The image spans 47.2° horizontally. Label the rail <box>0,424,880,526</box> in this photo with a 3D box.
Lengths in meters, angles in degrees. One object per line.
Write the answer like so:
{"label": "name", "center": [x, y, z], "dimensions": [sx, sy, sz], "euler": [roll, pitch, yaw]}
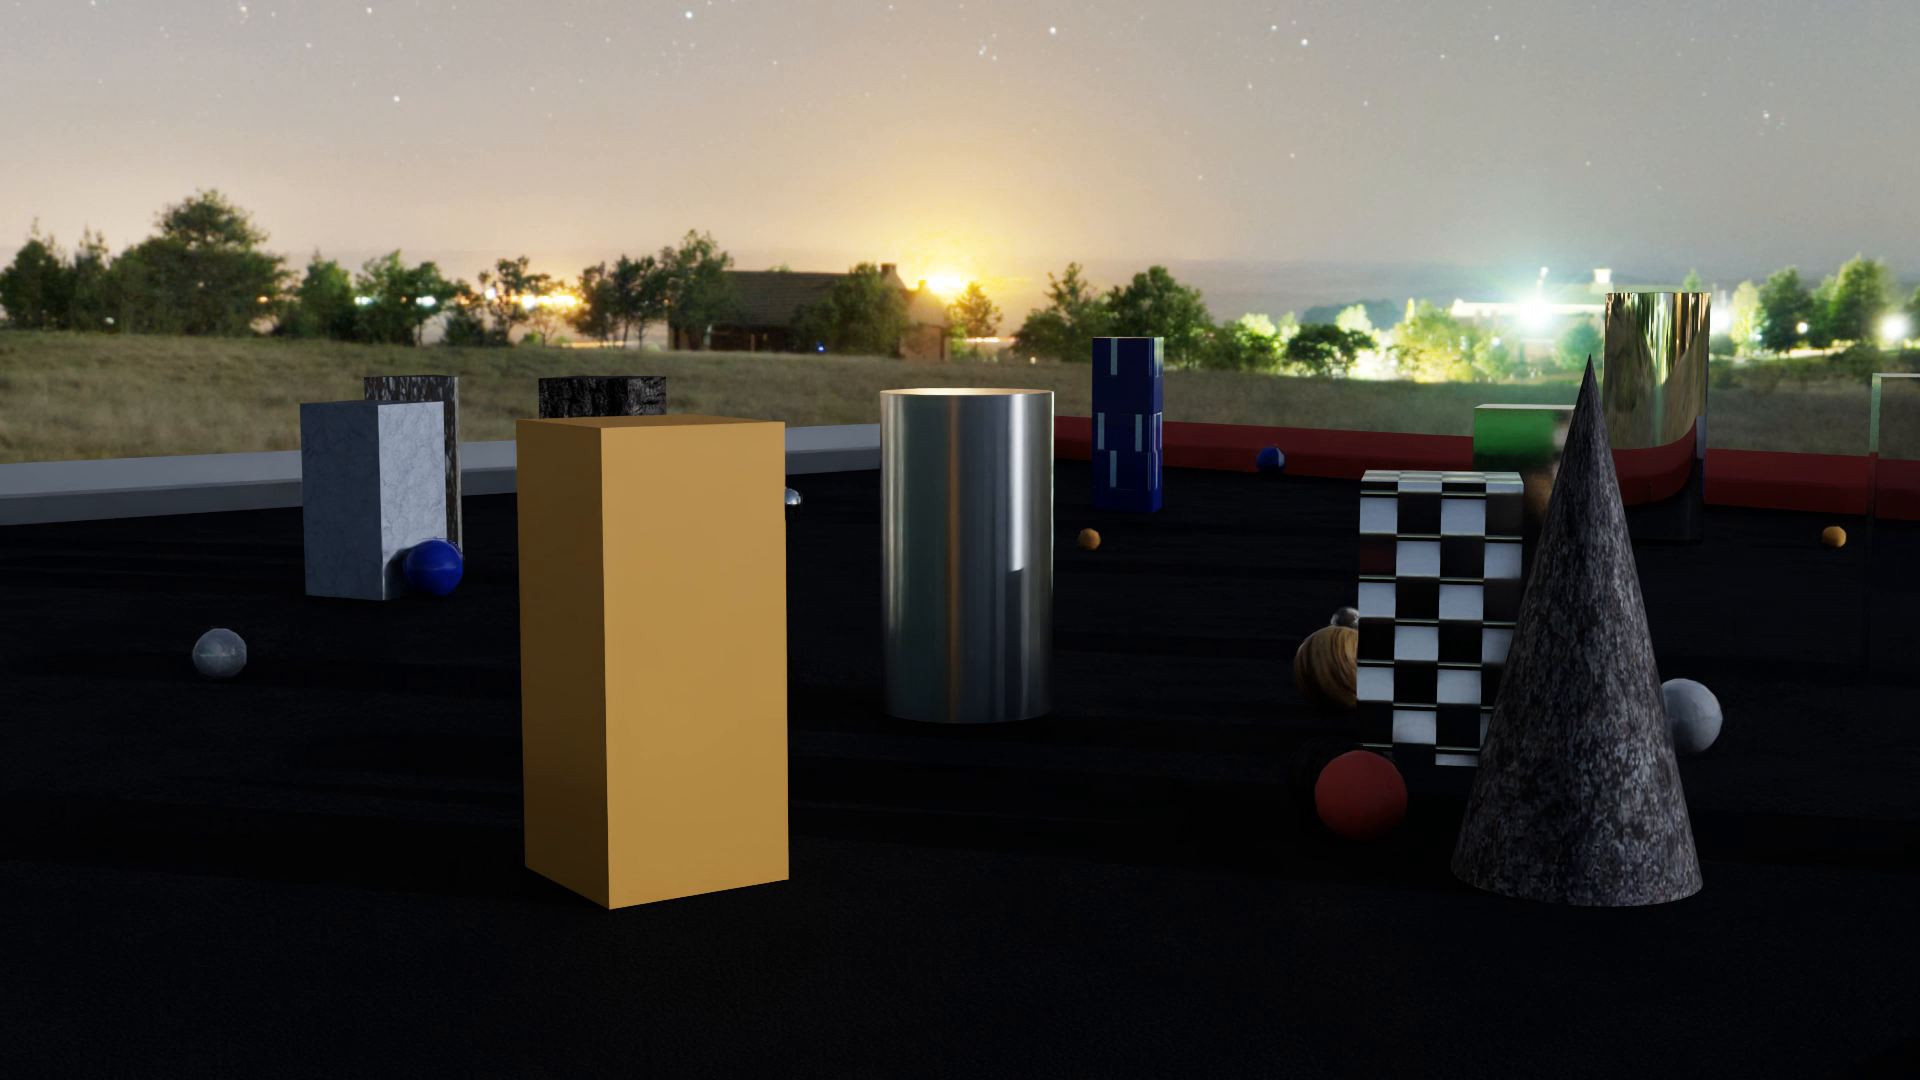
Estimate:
{"label": "rail", "center": [-1.490, -0.136, 4.938], "dimensions": [4.828, 0.125, 0.045], "euler": [-6, 8, -42]}

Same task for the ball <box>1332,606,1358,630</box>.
{"label": "ball", "center": [0.524, 0.112, 2.973], "dimensions": [0.044, 0.044, 0.044], "euler": [0, 6, 0]}

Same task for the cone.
{"label": "cone", "center": [0.486, 0.059, 1.718], "dimensions": [0.192, 0.411, 0.192], "euler": [0, 6, 0]}

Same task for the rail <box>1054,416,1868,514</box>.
{"label": "rail", "center": [1.757, -0.137, 4.944], "dimensions": [0.045, 0.125, 4.441], "euler": [-6, 8, -42]}

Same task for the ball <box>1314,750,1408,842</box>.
{"label": "ball", "center": [0.335, 0.215, 1.841], "dimensions": [0.076, 0.076, 0.076], "euler": [0, 6, 0]}

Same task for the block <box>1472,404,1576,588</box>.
{"label": "block", "center": [0.923, -0.075, 3.590], "dimensions": [0.154, 0.286, 0.154], "euler": [2, 6, 19]}

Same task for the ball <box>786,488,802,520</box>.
{"label": "ball", "center": [-0.369, -0.076, 4.640], "dimensions": [0.070, 0.070, 0.070], "euler": [0, 6, 0]}

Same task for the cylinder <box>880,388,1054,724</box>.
{"label": "cylinder", "center": [0.007, 0.012, 2.445], "dimensions": [0.192, 0.354, 0.192], "euler": [0, 6, 0]}

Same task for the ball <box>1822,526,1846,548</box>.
{"label": "ball", "center": [1.628, -0.006, 4.096], "dimensions": [0.043, 0.043, 0.043], "euler": [0, 6, 0]}

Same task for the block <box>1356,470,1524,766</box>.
{"label": "block", "center": [0.482, 0.074, 2.215], "dimensions": [0.154, 0.277, 0.154], "euler": [1, 6, 12]}

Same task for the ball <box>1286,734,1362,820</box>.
{"label": "ball", "center": [0.323, 0.207, 1.916], "dimensions": [0.076, 0.076, 0.076], "euler": [0, 6, 0]}

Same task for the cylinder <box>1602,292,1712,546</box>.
{"label": "cylinder", "center": [1.328, -0.234, 4.207], "dimensions": [0.192, 0.474, 0.192], "euler": [0, 6, 0]}

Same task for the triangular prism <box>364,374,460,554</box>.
{"label": "triangular prism", "center": [-0.963, -0.133, 3.958], "dimensions": [0.166, 0.325, 0.144], "euler": [0, 6, 4]}

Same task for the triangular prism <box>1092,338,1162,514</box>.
{"label": "triangular prism", "center": [0.403, -0.259, 4.887], "dimensions": [0.166, 0.381, 0.144], "euler": [5, 8, 42]}

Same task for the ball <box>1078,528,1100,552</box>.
{"label": "ball", "center": [0.237, 0.000, 4.048], "dimensions": [0.042, 0.042, 0.042], "euler": [0, 6, 0]}

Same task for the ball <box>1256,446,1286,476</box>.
{"label": "ball", "center": [0.828, -0.210, 5.866], "dimensions": [0.078, 0.078, 0.078], "euler": [0, 6, 0]}

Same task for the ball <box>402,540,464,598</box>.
{"label": "ball", "center": [-0.812, 0.044, 3.391], "dimensions": [0.091, 0.091, 0.091], "euler": [0, 6, 0]}

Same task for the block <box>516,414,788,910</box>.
{"label": "block", "center": [-0.241, 0.085, 1.723], "dimensions": [0.154, 0.358, 0.154], "euler": [-4, 7, -34]}

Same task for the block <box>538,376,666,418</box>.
{"label": "block", "center": [-0.577, -0.097, 3.576], "dimensions": [0.154, 0.334, 0.154], "euler": [2, 6, 15]}

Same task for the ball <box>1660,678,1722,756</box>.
{"label": "ball", "center": [0.722, 0.177, 2.199], "dimensions": [0.077, 0.077, 0.077], "euler": [0, 6, 0]}

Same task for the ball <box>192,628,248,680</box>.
{"label": "ball", "center": [-0.889, 0.137, 2.643], "dimensions": [0.062, 0.062, 0.062], "euler": [0, 6, 0]}

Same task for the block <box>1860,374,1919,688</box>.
{"label": "block", "center": [1.177, -0.015, 2.642], "dimensions": [0.154, 0.365, 0.154], "euler": [2, 6, 19]}

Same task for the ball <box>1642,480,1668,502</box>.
{"label": "ball", "center": [1.602, -0.113, 5.066], "dimensions": [0.054, 0.054, 0.054], "euler": [0, 6, 0]}

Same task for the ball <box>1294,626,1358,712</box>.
{"label": "ball", "center": [0.417, 0.143, 2.432], "dimensions": [0.096, 0.096, 0.096], "euler": [0, 6, 0]}

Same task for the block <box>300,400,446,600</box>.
{"label": "block", "center": [-0.918, -0.066, 3.451], "dimensions": [0.154, 0.299, 0.154], "euler": [3, 7, 25]}
